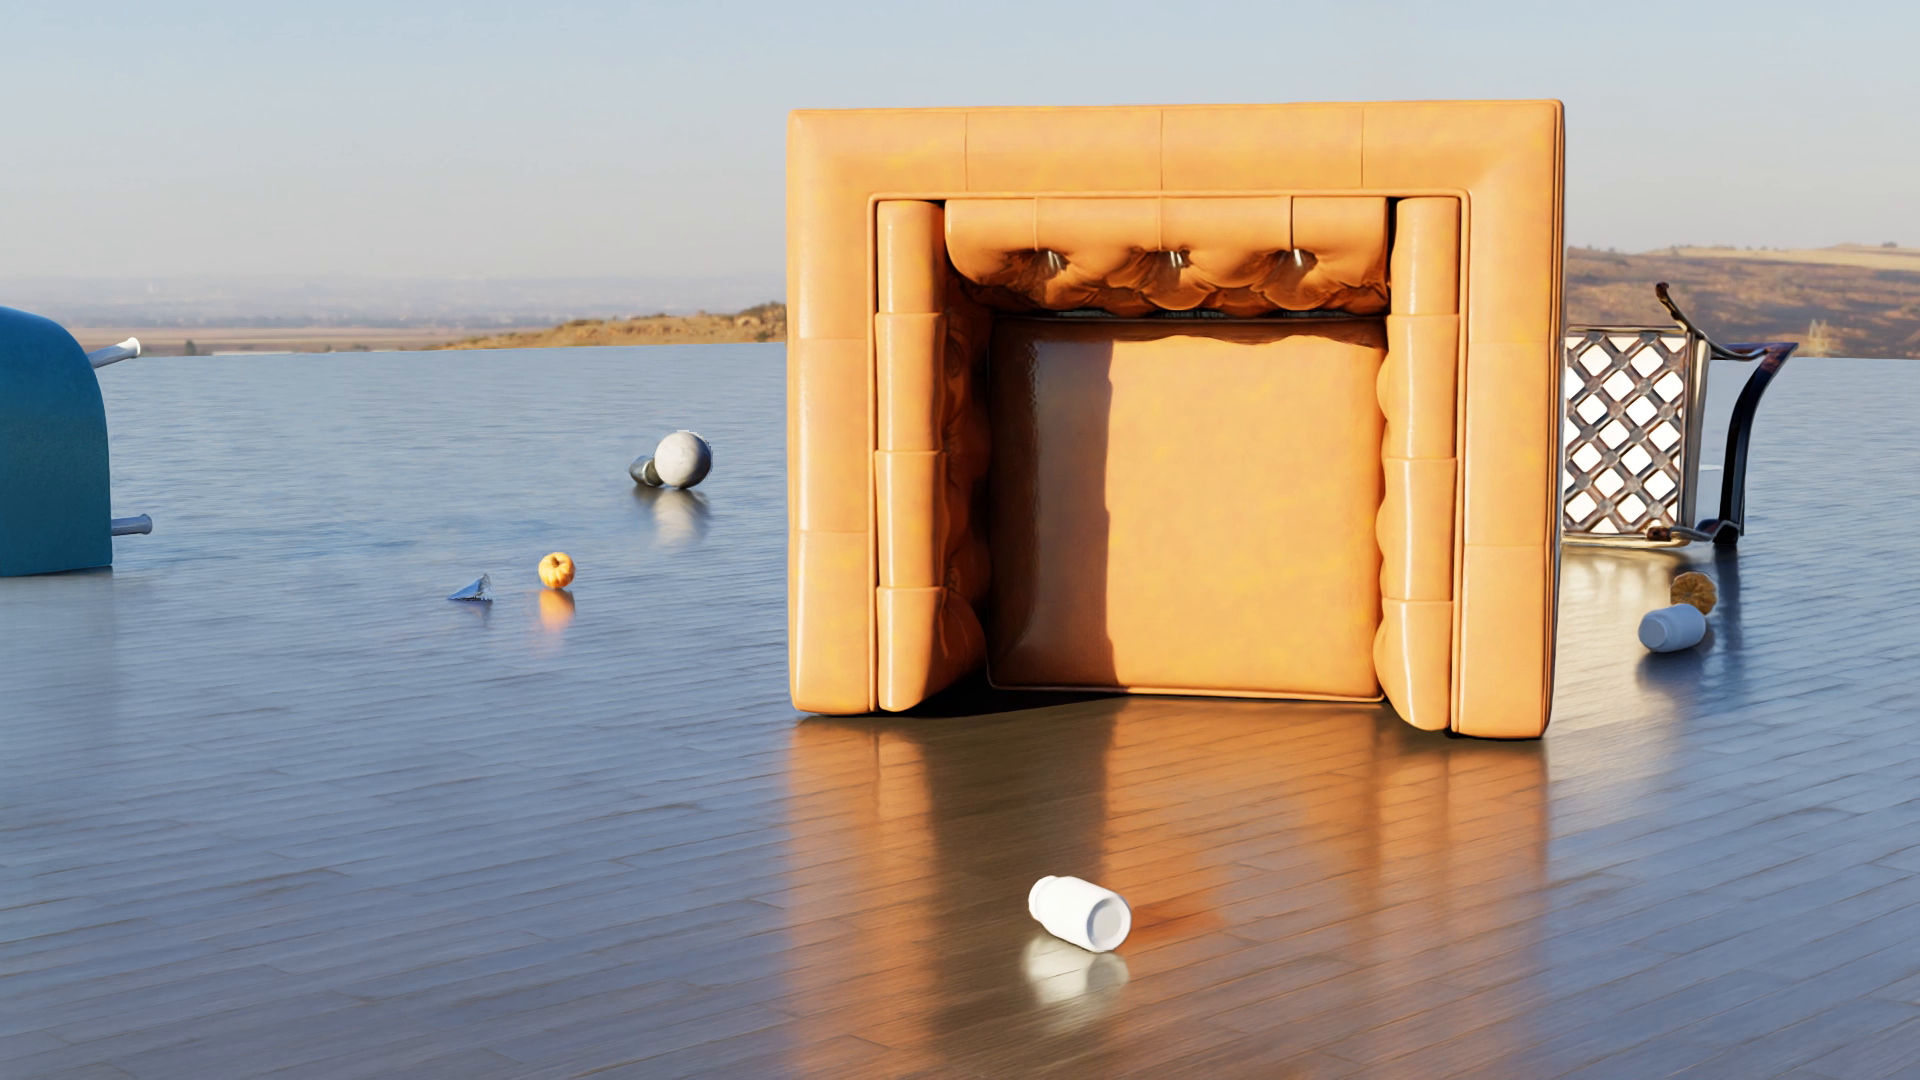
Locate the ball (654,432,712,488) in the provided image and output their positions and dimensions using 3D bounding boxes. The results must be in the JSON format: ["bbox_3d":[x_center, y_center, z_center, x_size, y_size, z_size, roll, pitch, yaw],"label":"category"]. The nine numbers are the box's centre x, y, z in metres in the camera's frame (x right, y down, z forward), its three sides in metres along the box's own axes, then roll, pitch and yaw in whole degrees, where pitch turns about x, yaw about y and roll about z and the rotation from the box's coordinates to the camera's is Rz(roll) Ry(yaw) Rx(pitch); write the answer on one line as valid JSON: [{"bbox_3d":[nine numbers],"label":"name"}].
[{"bbox_3d":[-0.859,-0.246,7.947,0.176,0.176,0.176,0,6,0],"label":"ball"}]

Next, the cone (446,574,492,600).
[{"bbox_3d":[-1.008,0.109,5.237,0.087,0.050,0.128,-17,11,0],"label":"cone"}]

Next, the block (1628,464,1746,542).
[{"bbox_3d":[1.839,-0.096,6.493,0.262,0.174,0.136,-3,7,-27],"label":"block"}]

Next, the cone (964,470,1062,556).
[{"bbox_3d":[0.171,-0.024,6.160,0.228,0.213,0.255,29,4,-39],"label":"cone"}]
